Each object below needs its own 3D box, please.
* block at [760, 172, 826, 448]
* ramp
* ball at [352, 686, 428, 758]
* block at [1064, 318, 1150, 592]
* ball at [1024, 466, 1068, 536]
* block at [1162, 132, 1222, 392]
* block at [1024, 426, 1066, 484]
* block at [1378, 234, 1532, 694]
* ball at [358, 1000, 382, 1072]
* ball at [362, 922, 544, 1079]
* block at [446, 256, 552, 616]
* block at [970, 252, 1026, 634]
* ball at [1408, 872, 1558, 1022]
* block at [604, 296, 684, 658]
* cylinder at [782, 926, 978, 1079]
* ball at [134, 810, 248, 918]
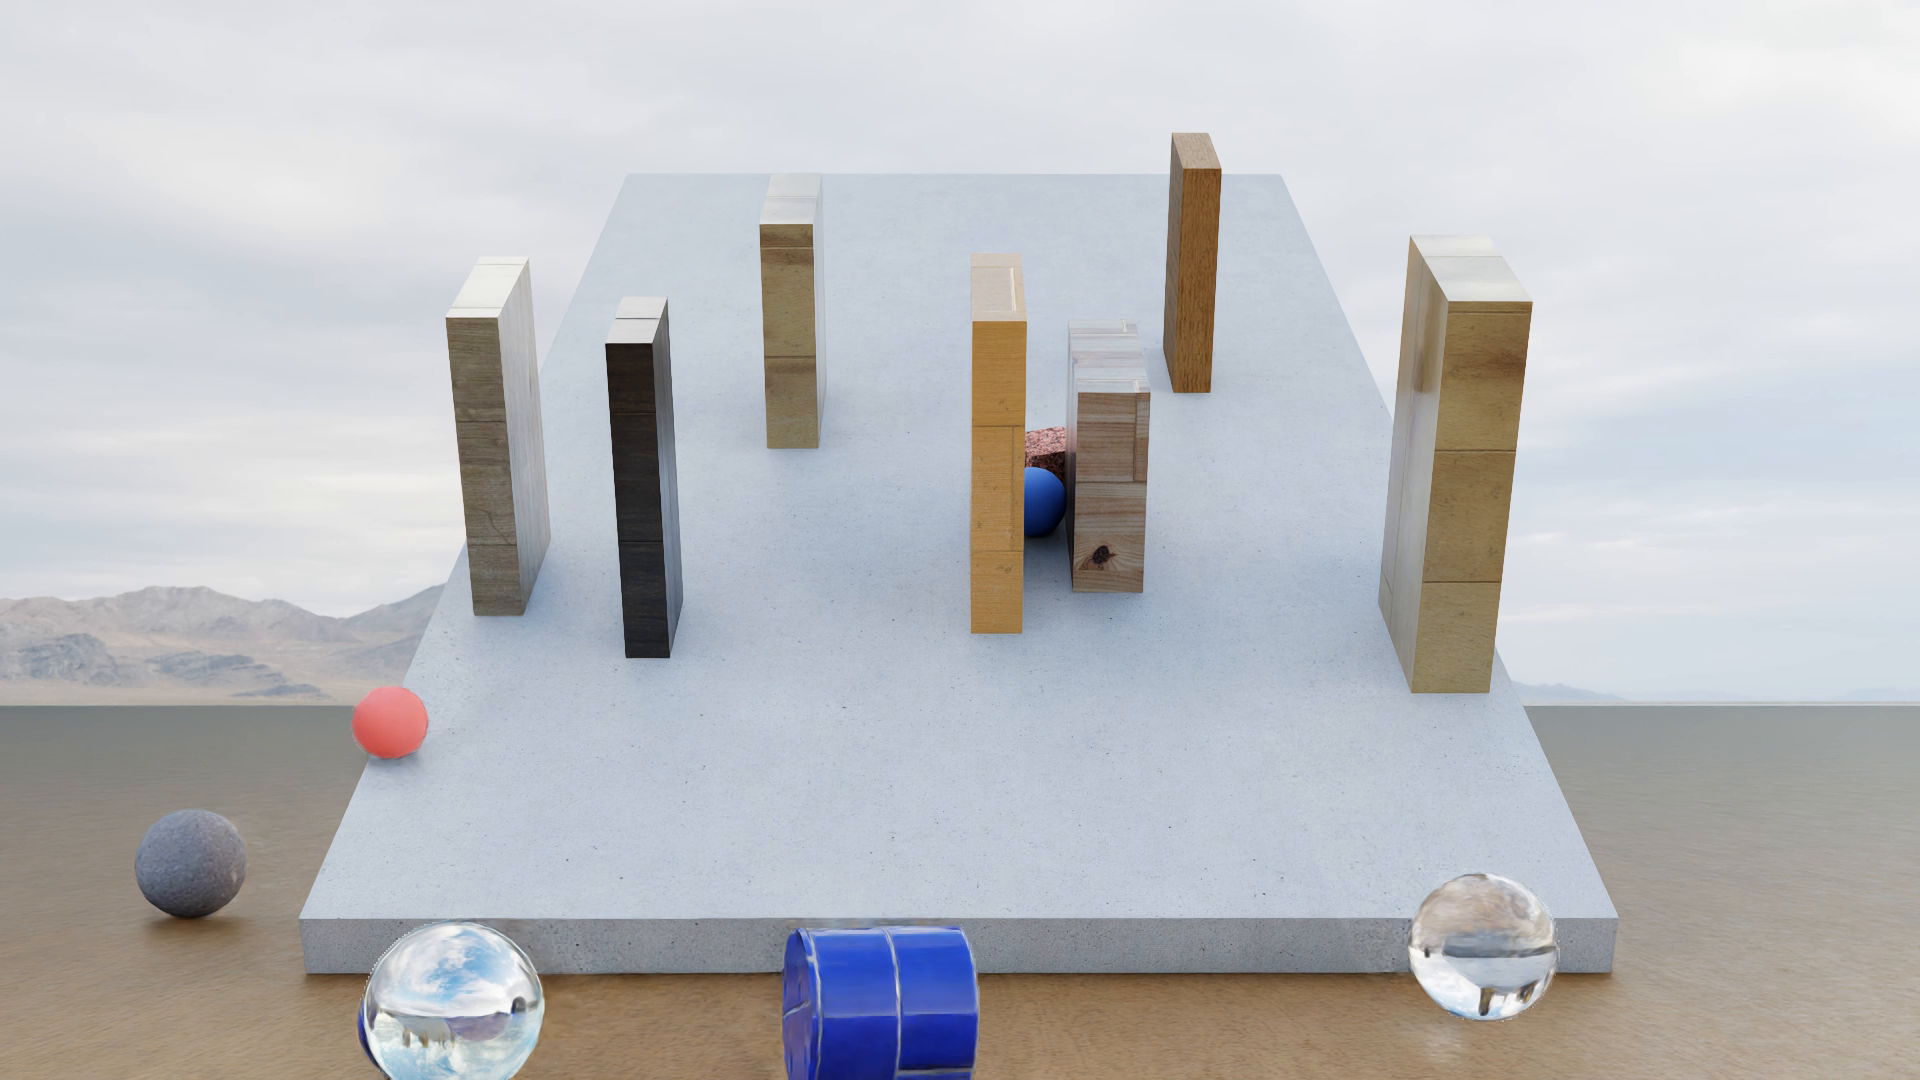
[{"bbox_3d":[-0.372,-0.520,5.271,0.114,0.518,0.390,0,25,0],"label":"block"},{"bbox_3d":[-0.009,-0.229,5.380,2.000,0.100,4.000,0,25,0],"label":"ramp"},{"bbox_3d":[-0.963,0.308,3.963,0.124,0.124,0.124,0,-4,0],"label":"ball"},{"bbox_3d":[0.287,-0.173,4.650,0.136,0.418,0.407,0,25,0],"label":"block"},{"bbox_3d":[0.148,-0.078,4.774,0.141,0.141,0.141,0,-4,0],"label":"ball"},{"bbox_3d":[0.546,-0.657,5.539,0.087,0.543,0.305,0,25,0],"label":"block"},{"bbox_3d":[0.184,-0.151,4.945,0.127,0.127,0.127,-10,27,-20],"label":"block"},{"bbox_3d":[0.877,-0.137,4.197,0.140,0.739,0.361,0,25,0],"label":"block"},{"bbox_3d":[-0.601,0.533,2.585,0.125,0.125,0.125,0,-4,0],"label":"ball"},{"bbox_3d":[-0.530,0.493,2.453,0.185,0.185,0.185,0,-4,0],"label":"ball"},{"bbox_3d":[-0.879,-0.201,4.489,0.094,0.601,0.346,0,25,0],"label":"block"},{"bbox_3d":[0.069,-0.187,4.441,0.096,0.620,0.385,0,25,0],"label":"block"},{"bbox_3d":[0.683,0.532,3.062,0.191,0.191,0.191,0,-4,0],"label":"ball"},{"bbox_3d":[-0.574,-0.113,4.284,0.081,0.615,0.243,0,25,0],"label":"block"},{"bbox_3d":[-0.087,0.500,2.490,0.176,0.176,0.176,1,-4,-14],"label":"cylinder"},{"bbox_3d":[-1.478,0.622,4.504,0.207,0.207,0.207,0,-4,0],"label":"ball"}]
